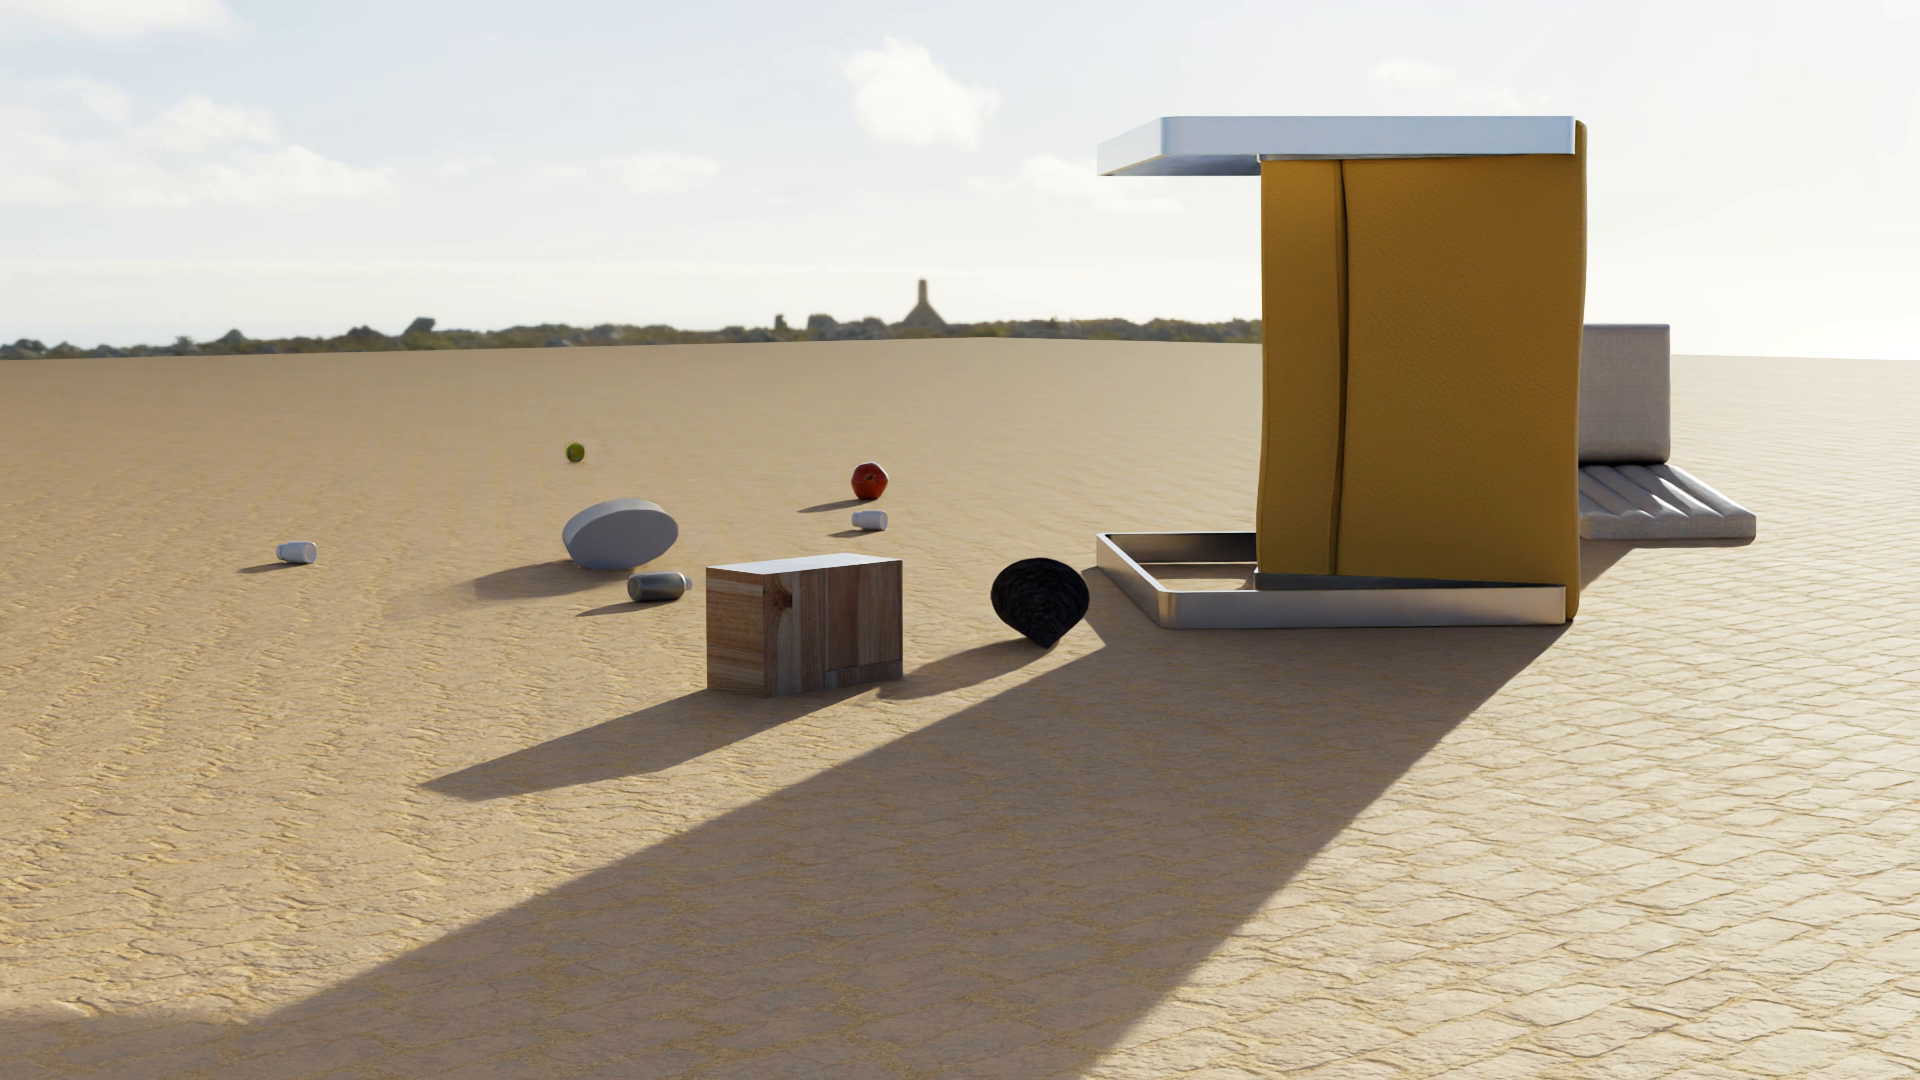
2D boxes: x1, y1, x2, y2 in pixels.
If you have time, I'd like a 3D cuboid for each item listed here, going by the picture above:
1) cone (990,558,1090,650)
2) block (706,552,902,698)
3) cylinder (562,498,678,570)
[{"bbox_3d":[0.150,0.149,4.590,0.170,0.190,0.149,-37,31,22],"label":"cone"},{"bbox_3d":[-0.250,0.135,4.152,0.298,0.195,0.141,-6,8,-44],"label":"block"},{"bbox_3d":[-0.781,-0.014,5.879,0.250,0.131,0.279,-13,8,-10],"label":"cylinder"}]
